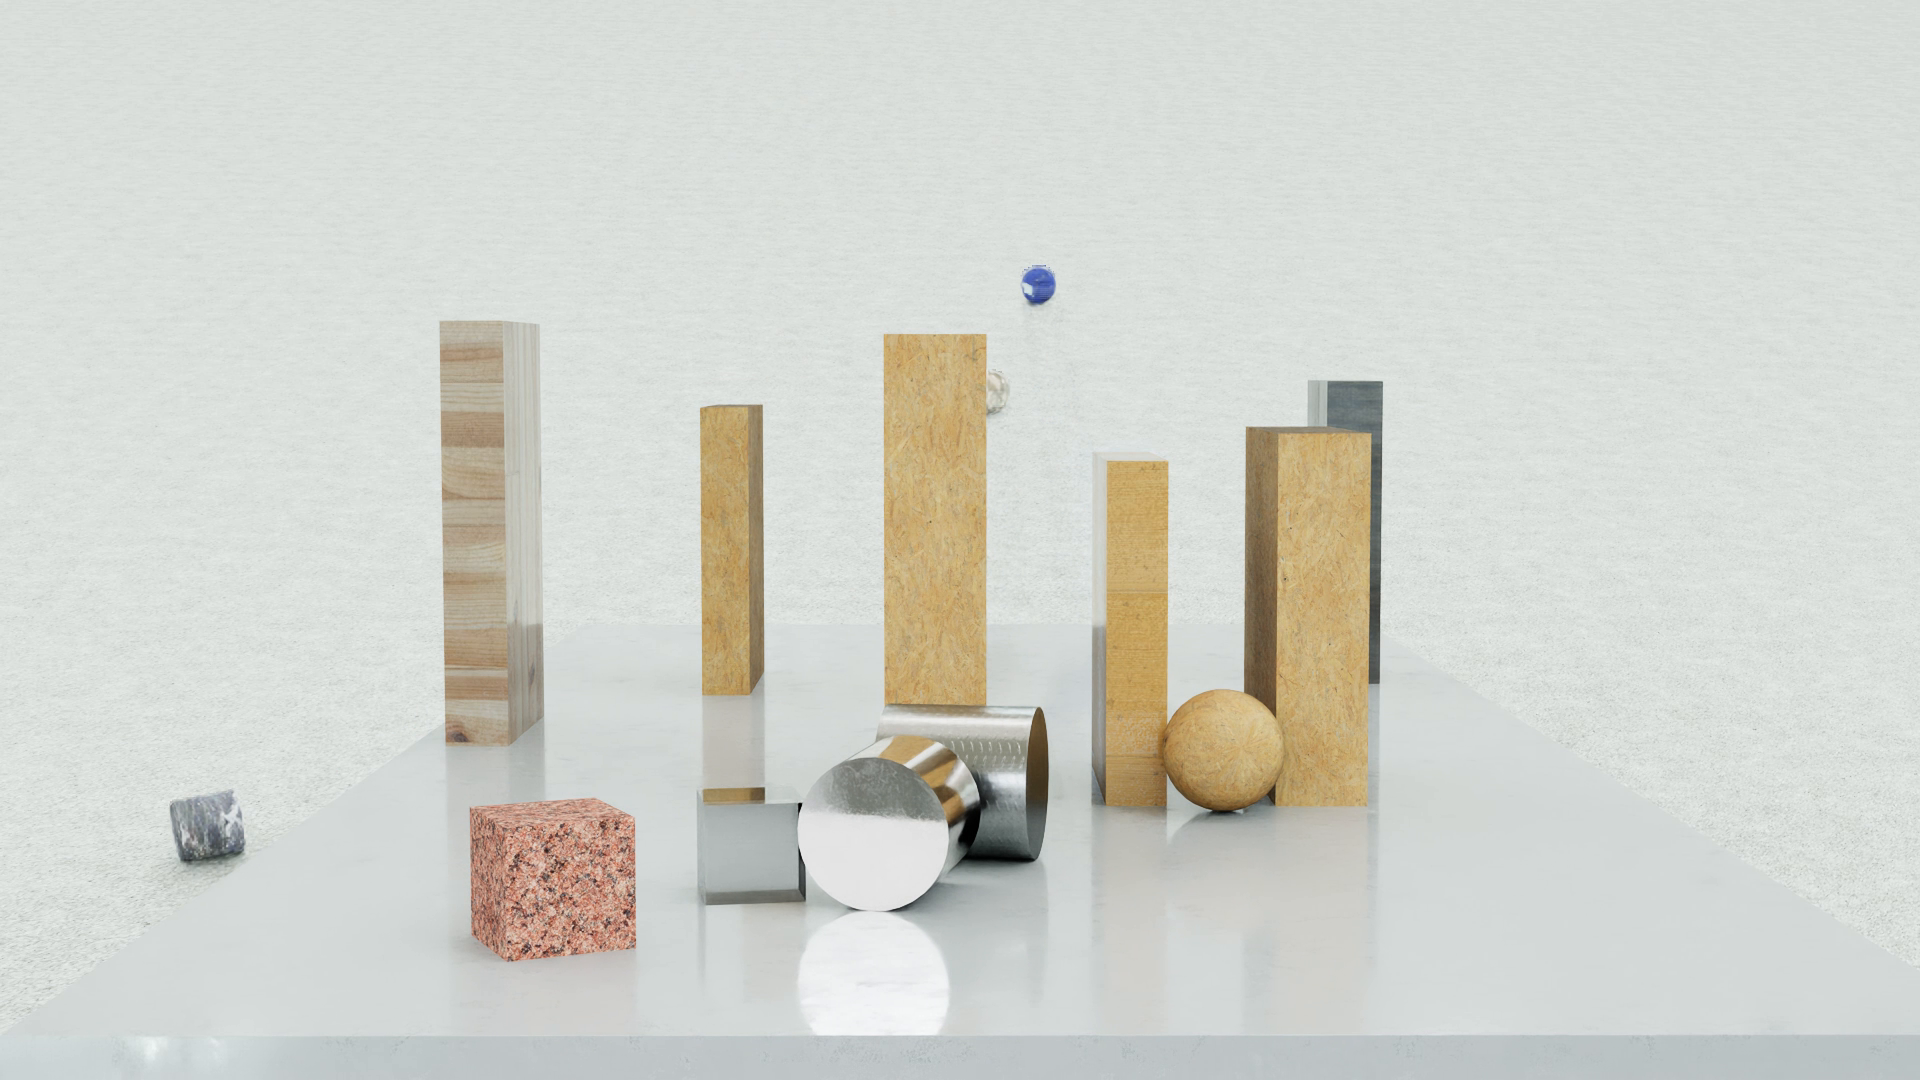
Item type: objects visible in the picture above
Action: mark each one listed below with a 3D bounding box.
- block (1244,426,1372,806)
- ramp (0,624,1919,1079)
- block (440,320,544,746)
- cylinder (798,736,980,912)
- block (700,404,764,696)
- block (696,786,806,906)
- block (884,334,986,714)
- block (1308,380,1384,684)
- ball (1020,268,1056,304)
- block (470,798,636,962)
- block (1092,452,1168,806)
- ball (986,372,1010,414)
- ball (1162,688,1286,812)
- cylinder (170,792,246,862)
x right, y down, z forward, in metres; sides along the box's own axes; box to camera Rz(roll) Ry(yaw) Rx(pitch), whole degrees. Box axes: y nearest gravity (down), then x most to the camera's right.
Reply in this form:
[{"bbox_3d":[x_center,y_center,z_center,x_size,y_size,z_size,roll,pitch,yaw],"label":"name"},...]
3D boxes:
[{"bbox_3d":[0.542,0.106,4.045,0.138,0.559,0.431,0,4,0],"label":"block"},{"bbox_3d":[0.045,0.402,4.539,2.000,0.100,4.000,0,4,0],"label":"ramp"},{"bbox_3d":[-0.840,-0.023,4.626,0.109,0.737,0.391,0,4,0],"label":"block"},{"bbox_3d":[-0.086,0.350,3.200,0.189,0.189,0.189,4,5,12],"label":"cylinder"},{"bbox_3d":[-0.470,0.010,5.322,0.096,0.576,0.401,0,4,0],"label":"block"},{"bbox_3d":[-0.262,0.382,3.216,0.124,0.124,0.124,-1,4,-11],"label":"block"},{"bbox_3d":[-0.036,0.045,3.868,0.146,0.705,0.415,0,4,0],"label":"block"},{"bbox_3d":[0.812,-0.024,5.442,0.115,0.626,0.294,0,4,0],"label":"block"},{"bbox_3d":[0.312,-1.009,10.170,0.143,0.143,0.143,0,19,0],"label":"ball"},{"bbox_3d":[-0.469,0.387,2.947,0.150,0.150,0.150,-2,4,-26],"label":"block"},{"bbox_3d":[0.264,0.127,4.039,0.092,0.519,0.405,0,4,0],"label":"block"},{"bbox_3d":[0.099,-0.500,8.686,0.144,0.144,0.144,0,19,0],"label":"ball"},{"bbox_3d":[0.391,0.312,3.805,0.182,0.182,0.182,0,19,0],"label":"ball"},{"bbox_3d":[-1.606,0.612,5.478,0.128,0.128,0.128,-9,21,-25],"label":"cylinder"}]
